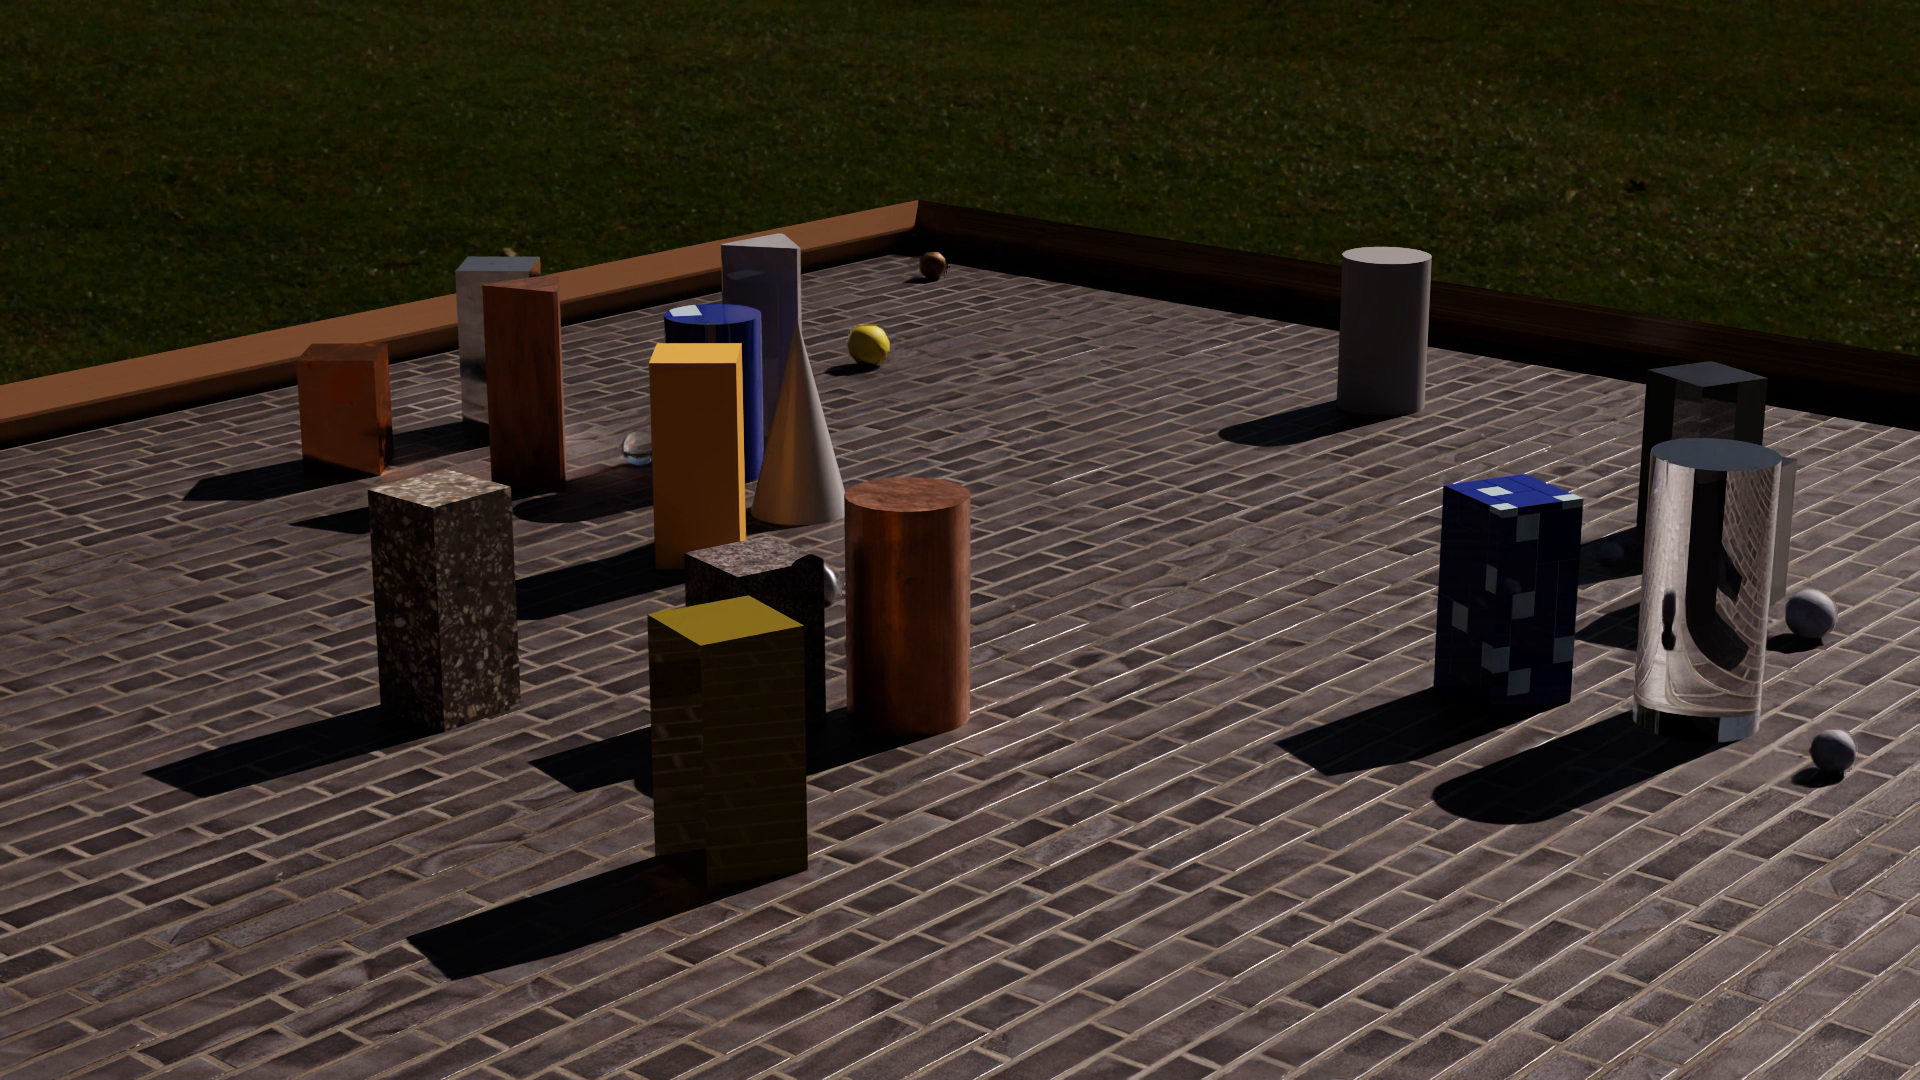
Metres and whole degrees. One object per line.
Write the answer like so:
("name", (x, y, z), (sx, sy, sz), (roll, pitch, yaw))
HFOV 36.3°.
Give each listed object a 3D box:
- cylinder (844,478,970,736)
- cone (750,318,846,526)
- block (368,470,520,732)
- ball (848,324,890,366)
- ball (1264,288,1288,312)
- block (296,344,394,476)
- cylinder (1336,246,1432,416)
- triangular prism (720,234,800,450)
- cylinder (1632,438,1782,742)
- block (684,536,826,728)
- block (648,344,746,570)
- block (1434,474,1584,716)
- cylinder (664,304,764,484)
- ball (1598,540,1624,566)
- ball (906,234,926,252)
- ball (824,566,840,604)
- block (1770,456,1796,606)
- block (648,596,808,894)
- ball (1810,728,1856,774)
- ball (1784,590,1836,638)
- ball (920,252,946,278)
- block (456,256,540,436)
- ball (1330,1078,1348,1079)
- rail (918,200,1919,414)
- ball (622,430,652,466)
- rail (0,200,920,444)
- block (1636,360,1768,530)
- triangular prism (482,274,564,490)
("cylinder", (-0.080, 0.101, 4.492), (0.191, 0.356, 0.191), (0, 17, 0))
("cone", (-0.306, -0.237, 5.571), (0.191, 0.380, 0.191), (0, 17, 0))
("block", (-0.794, 0.091, 4.524), (0.153, 0.356, 0.153), (14, 22, 38))
("ball", (-0.210, -0.448, 6.762), (0.096, 0.096, 0.096), (0, 17, 0))
("ball", (0.789, -0.601, 7.325), (0.061, 0.061, 0.061), (0, 17, 0))
("block", (-1.237, -0.264, 5.907), (0.153, 0.236, 0.153), (0, 17, 0))
("cylinder", (0.921, -0.455, 6.372), (0.191, 0.333, 0.191), (0, 17, 0))
("triangular prism", (-0.388, -0.410, 6.063), (0.166, 0.426, 0.144), (4, 17, 13))
("cylinder", (1.134, 0.075, 4.459), (0.191, 0.425, 0.191), (0, 17, 0))
("block", (-0.313, 0.150, 4.489), (0.153, 0.263, 0.153), (-12, 21, -35))
("block", (-0.471, -0.152, 5.286), (0.153, 0.380, 0.153), (0, 17, 0))
("block", (0.856, 0.084, 4.587), (0.153, 0.333, 0.153), (-8, 18, -24))
("cylinder", (-0.488, -0.288, 5.830), (0.191, 0.328, 0.191), (0, 17, 0))
("ball", (1.172, 0.025, 5.278), (0.047, 0.047, 0.047), (0, 17, 0))
("ball", (-0.121, -0.817, 8.060), (0.051, 0.051, 0.051), (0, 17, 0))
("ball", (-0.239, 0.077, 5.073), (0.065, 0.065, 0.065), (0, 17, 0))
("block", (1.333, -0.015, 5.063), (0.153, 0.248, 0.153), (12, 20, 34))
("block", (-0.311, 0.273, 3.937), (0.153, 0.348, 0.153), (-10, 20, -31))
("ball", (1.282, 0.310, 4.304), (0.065, 0.065, 0.065), (0, 17, 0))
("ball", (1.418, 0.123, 4.892), (0.081, 0.081, 0.081), (0, 17, 0))
("ball", (-0.071, -0.724, 7.713), (0.072, 0.072, 0.072), (0, 17, 0))
("block", (-0.966, -0.408, 6.183), (0.153, 0.353, 0.153), (0, 17, 1))
("ball", (0.415, 0.631, 3.205), (0.085, 0.085, 0.085), (0, 17, 0))
("rail", (1.500, -0.468, 6.775), (4.322, 0.124, 0.045), (14, 22, 39))
("ball", (-0.647, -0.186, 5.931), (0.074, 0.074, 0.074), (0, 17, 0))
("rail", (-1.614, -0.374, 6.462), (0.045, 0.124, 4.624), (14, 22, 39))
("block", (1.378, -0.161, 5.450), (0.153, 0.304, 0.153), (-8, 19, -26))
("triangular prism", (-0.828, -0.317, 5.805), (0.166, 0.397, 0.144), (7, 18, 22))
